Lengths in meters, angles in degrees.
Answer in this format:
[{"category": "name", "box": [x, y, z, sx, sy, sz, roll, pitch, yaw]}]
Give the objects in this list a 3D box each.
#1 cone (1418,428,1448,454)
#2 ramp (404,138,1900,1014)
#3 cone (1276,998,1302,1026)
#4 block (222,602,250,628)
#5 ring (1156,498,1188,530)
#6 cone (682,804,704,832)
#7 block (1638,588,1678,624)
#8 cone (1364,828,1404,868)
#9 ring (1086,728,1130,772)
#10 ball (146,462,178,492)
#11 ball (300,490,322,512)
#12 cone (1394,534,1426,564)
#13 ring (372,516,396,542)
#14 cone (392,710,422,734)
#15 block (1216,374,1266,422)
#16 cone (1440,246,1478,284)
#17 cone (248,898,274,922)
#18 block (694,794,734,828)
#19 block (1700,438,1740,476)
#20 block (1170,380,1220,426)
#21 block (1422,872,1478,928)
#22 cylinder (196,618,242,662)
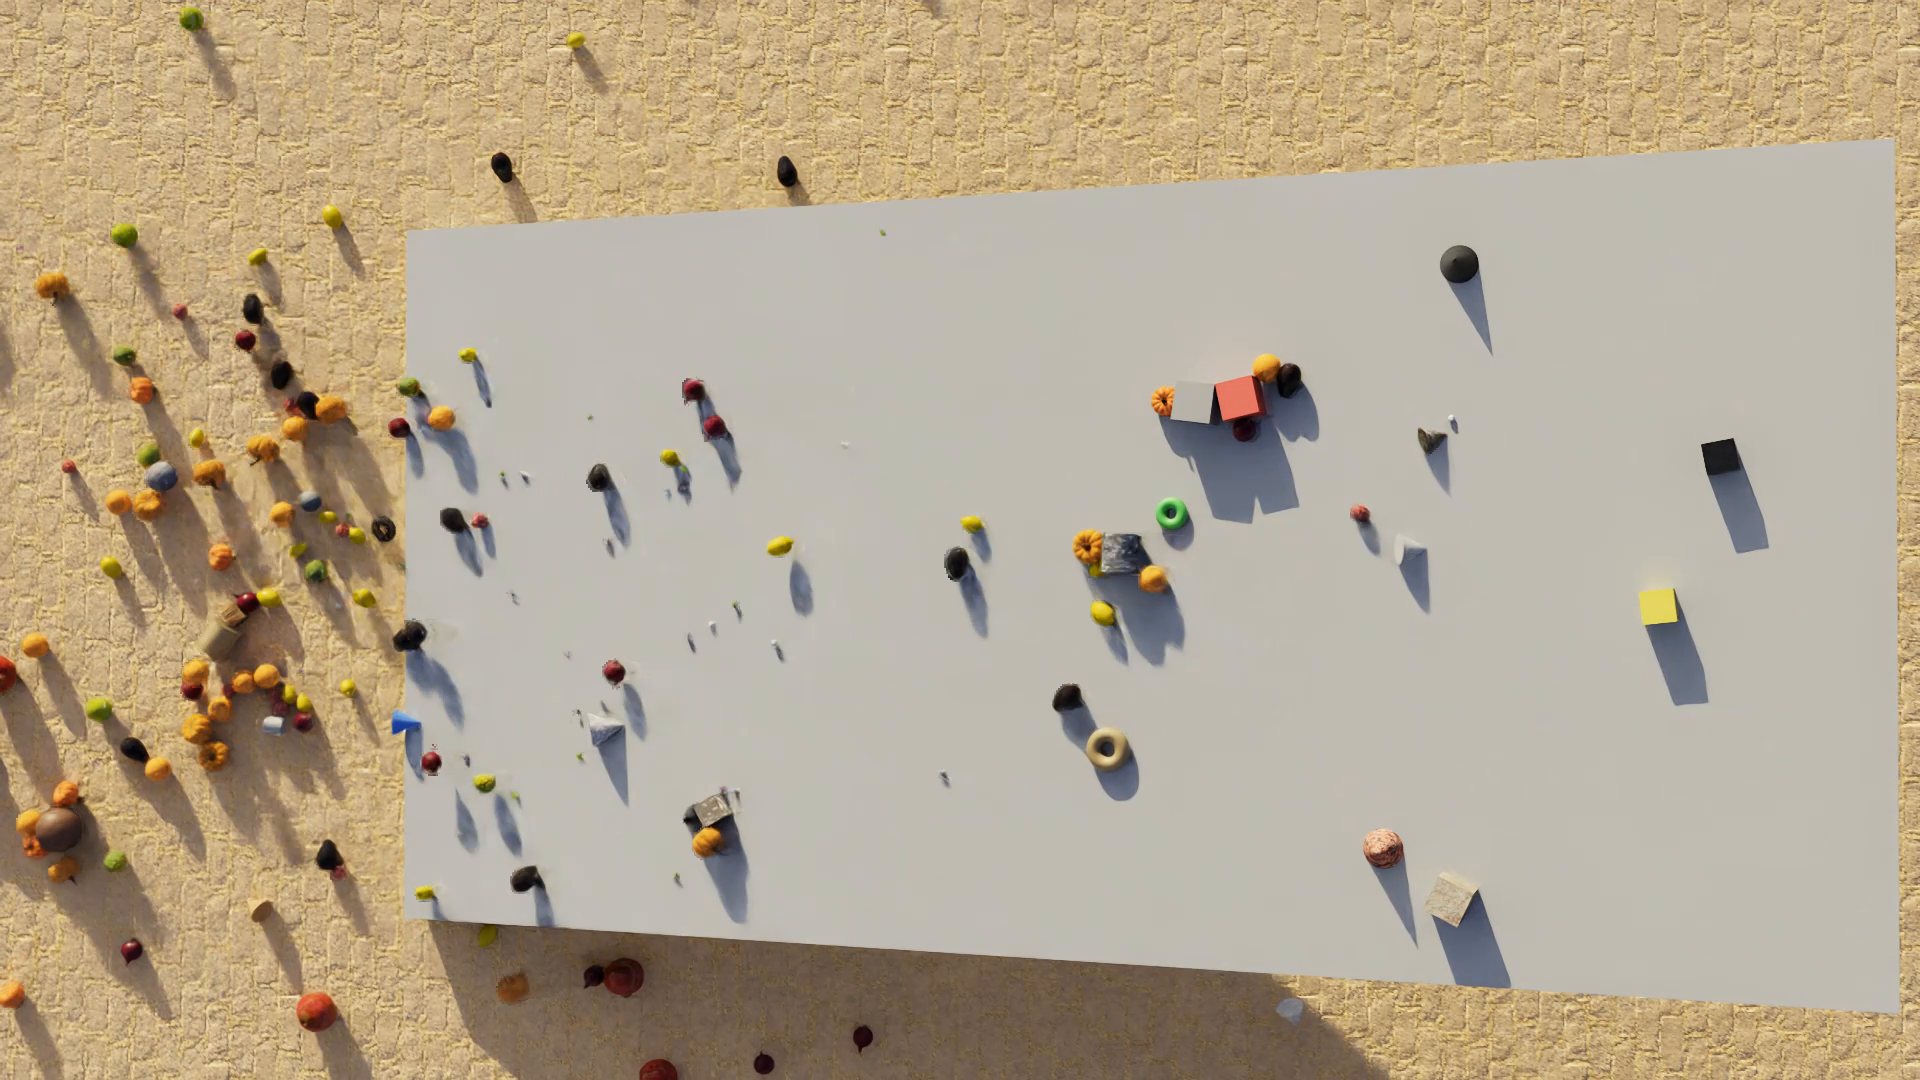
[{"category": "cone", "box": [1.161, -0.252, 5.372, 0.065, 0.065, 0.065, -18, 89, -8]}, {"category": "ramp", "box": [0.281, 0.089, 5.759, 4.000, 0.100, 2.000, 0, 89, 20]}, {"category": "cone", "box": [0.978, 1.403, 6.461, 0.078, 0.078, 0.078, -22, 116, 0]}, {"category": "block", "box": [-2.131, 0.221, 6.469, 0.051, 0.051, 0.051, -40, 89, 0]}, {"category": "ring", "box": [0.538, -0.068, 5.599, 0.083, 0.028, 0.083, 0, 90, 20]}, {"category": "cone", "box": [-0.741, 0.767, 6.030, 0.080, 0.080, 0.080, 0, 89, 20]}, {"category": "block", "box": [1.641, 0.156, 5.165, 0.077, 0.077, 0.077, -7, 87, 20]}, {"category": "cone", "box": [1.025, 0.759, 5.371, 0.099, 0.099, 0.099, 0, 89, 20]}, {"category": "ring", "box": [0.380, 0.538, 5.644, 0.114, 0.038, 0.114, 0, 90, 19]}, {"category": "ball", "box": [-2.343, -0.186, 6.455, 0.089, 0.089, 0.089, 0, 89, 0]}, {"category": "ball", "box": [-1.910, -0.115, 6.468, 0.062, 0.062, 0.062, 0, 89, 0]}, {"category": "cone", "box": [1.110, 0.022, 5.386, 0.072, 0.072, 0.072, -1, 89, -6]}, {"category": "ring", "box": [-1.697, -0.032, 6.473, 0.079, 0.026, 0.079, 6, 110, 17]}, {"category": "cone", "box": [-1.599, 0.529, 6.371, 0.077, 0.077, 0.077, 3, 89, -3]}, {"category": "block", "box": [0.704, -0.353, 5.507, 0.094, 0.094, 0.094, -13, 85, 20]}, {"category": "cone", "box": [1.203, -0.674, 5.328, 0.094, 0.094, 0.094, 0, 89, 20]}, {"category": "cone", "box": [-2.073, 1.072, 6.466, 0.075, 0.075, 0.075, 27, 89, 32]}, {"category": "block", "box": [-0.674, 0.740, 6.013, 0.065, 0.065, 0.065, -33, 78, 17]}, {"category": "block", "box": [1.772, -0.193, 5.123, 0.073, 0.073, 0.073, -11, 85, 20]}, {"category": "block", "box": [0.598, -0.345, 5.542, 0.100, 0.100, 0.100, 8, 92, 20]}, {"category": "block", "box": [1.185, 0.868, 5.315, 0.091, 0.091, 0.091, 26, 98, 19]}, {"category": "cylinder", "box": [-2.172, 0.292, 6.447, 0.093, 0.093, 0.093, 34, 89, 0]}]
